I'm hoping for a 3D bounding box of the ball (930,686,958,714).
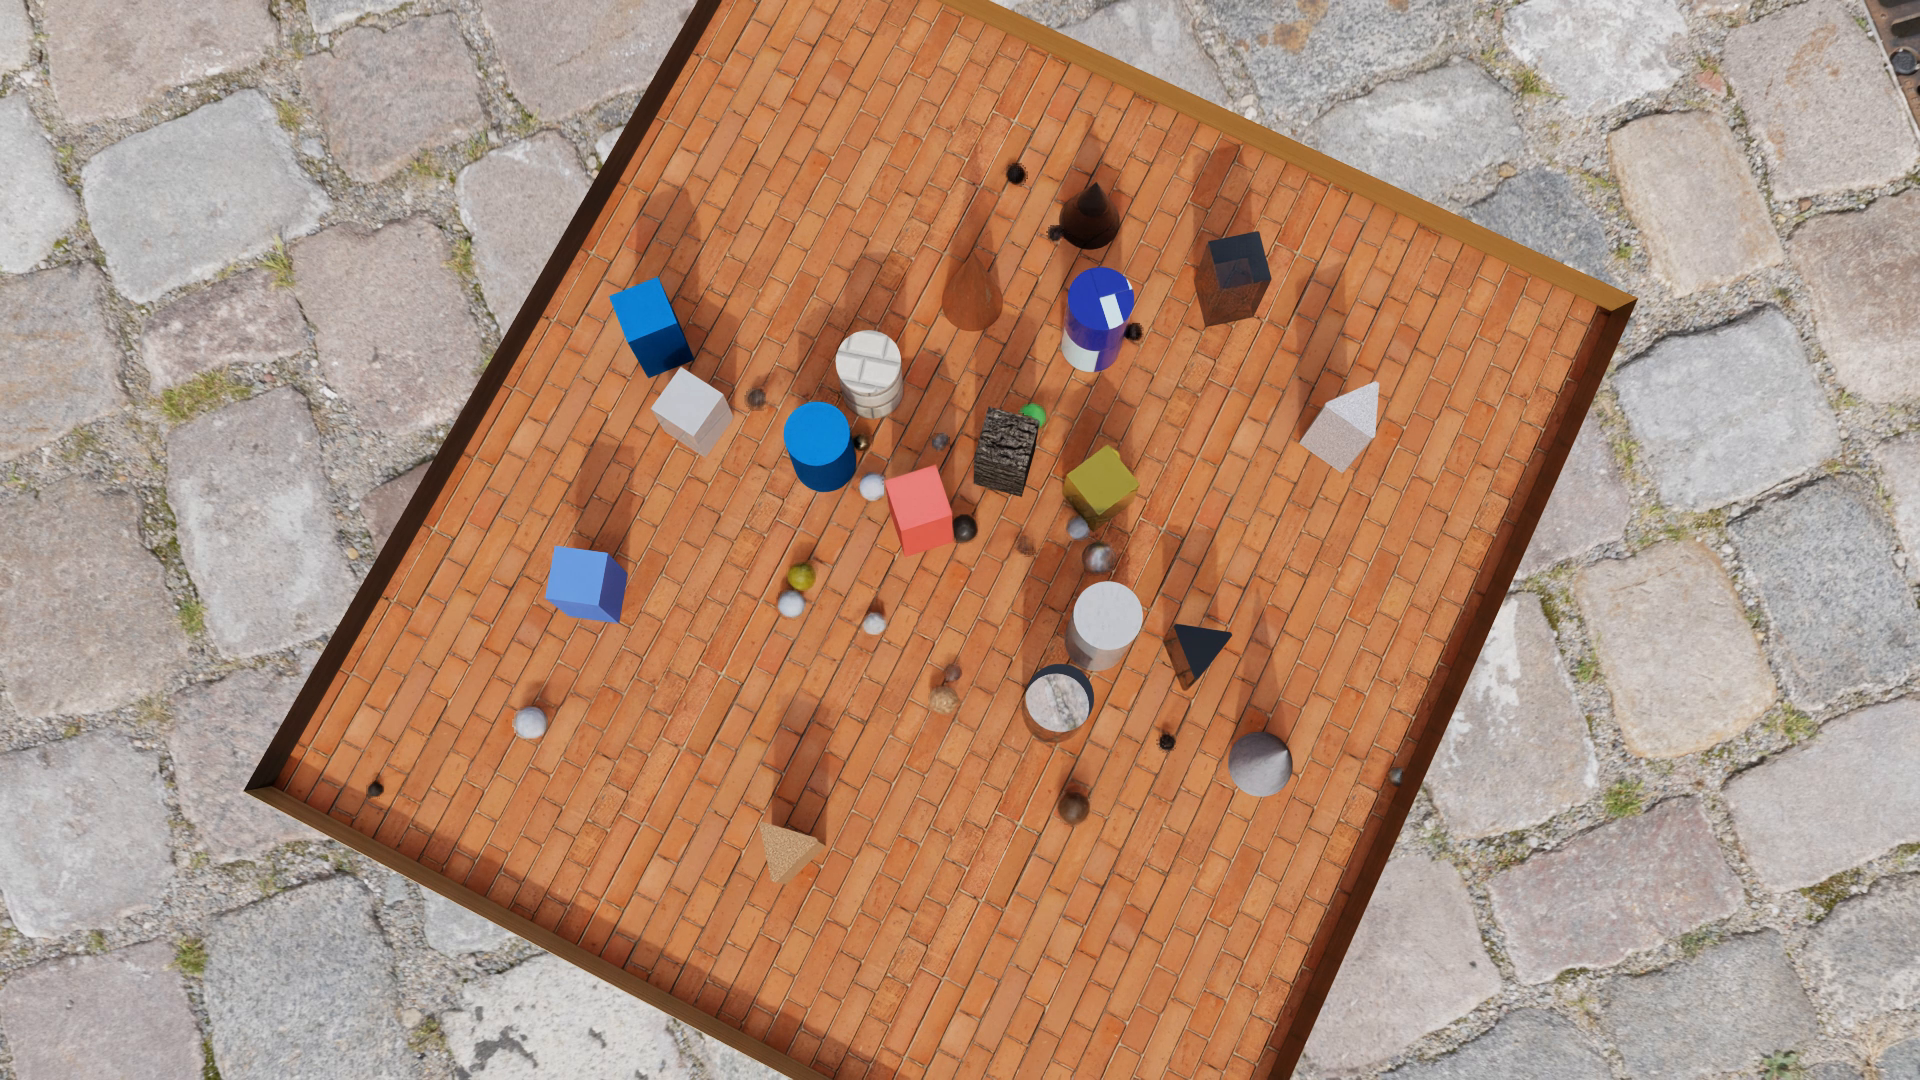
[{"bbox_3d":[-0.049,0.478,5.475,0.084,0.084,0.084,0,78,0],"label":"ball"}]

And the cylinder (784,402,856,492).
[{"bbox_3d":[-0.417,-0.276,5.502,0.194,0.336,0.194,0,78,0],"label":"cylinder"}]

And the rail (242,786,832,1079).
[{"bbox_3d":[-0.709,1.396,5.263,3.063,0.126,0.045,26,80,5],"label":"rail"}]

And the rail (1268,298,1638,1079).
[{"bbox_3d":[1.349,0.667,5.413,0.045,0.126,3.219,26,80,5],"label":"rail"}]

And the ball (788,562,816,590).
[{"bbox_3d":[-0.478,0.110,5.549,0.088,0.088,0.088,0,78,0],"label":"ball"}]

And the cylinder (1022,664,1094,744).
[{"bbox_3d":[0.283,0.480,5.346,0.194,0.335,0.194,0,78,0],"label":"cylinder"}]

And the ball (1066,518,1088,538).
[{"bbox_3d":[0.359,-0.037,5.590,0.067,0.067,0.067,0,78,0],"label":"ball"}]

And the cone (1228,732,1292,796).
[{"bbox_3d":[0.898,0.623,5.253,0.194,0.460,0.194,0,78,0],"label":"cone"}]

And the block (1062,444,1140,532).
[{"bbox_3d":[0.423,-0.153,5.525,0.155,0.242,0.155,-37,81,-7],"label":"block"}]

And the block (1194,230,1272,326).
[{"bbox_3d":[0.830,-0.794,5.602,0.155,0.349,0.155,-12,79,-2],"label":"block"}]

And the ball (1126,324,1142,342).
[{"bbox_3d":[0.541,-0.647,5.721,0.057,0.057,0.057,0,78,0],"label":"ball"}]

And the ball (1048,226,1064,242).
[{"bbox_3d":[0.304,-0.967,5.793,0.046,0.046,0.046,0,78,0],"label":"ball"}]

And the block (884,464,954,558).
[{"bbox_3d":[-0.119,-0.082,5.436,0.155,0.386,0.155,-18,79,-4],"label":"block"}]

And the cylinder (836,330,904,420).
[{"bbox_3d":[-0.272,-0.500,5.571,0.194,0.291,0.194,0,78,0],"label":"cylinder"}]

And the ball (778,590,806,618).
[{"bbox_3d":[-0.508,0.193,5.534,0.083,0.083,0.083,0,78,0],"label":"ball"}]

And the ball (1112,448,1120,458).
[{"bbox_3d":[0.463,-0.254,5.640,0.057,0.057,0.057,0,78,0],"label":"ball"}]

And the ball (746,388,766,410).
[{"bbox_3d":[-0.630,-0.436,5.675,0.062,0.062,0.062,0,78,0],"label":"ball"}]

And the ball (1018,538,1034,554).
[{"bbox_3d":[0.201,0.018,5.586,0.052,0.052,0.052,0,78,0],"label":"ball"}]

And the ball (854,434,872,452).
[{"bbox_3d":[-0.300,-0.301,5.651,0.054,0.054,0.054,0,78,0],"label":"ball"}]

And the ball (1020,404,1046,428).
[{"bbox_3d":[0.226,-0.382,5.655,0.080,0.080,0.080,0,78,0],"label":"ball"}]

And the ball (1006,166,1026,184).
[{"bbox_3d":[0.178,-1.161,5.826,0.060,0.060,0.060,0,78,0],"label":"ball"}]

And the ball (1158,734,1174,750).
[{"bbox_3d":[0.617,0.604,5.467,0.048,0.048,0.048,0,78,0],"label":"ball"}]

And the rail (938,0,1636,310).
[{"bbox_3d":[0.709,-1.382,5.837,3.063,0.126,0.045,26,80,5],"label":"rail"}]

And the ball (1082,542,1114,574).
[{"bbox_3d":[0.418,0.054,5.557,0.094,0.094,0.094,0,78,0],"label":"ball"}]

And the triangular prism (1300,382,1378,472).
[{"bbox_3d":[1.160,-0.356,5.475,0.168,0.422,0.145,36,81,7],"label":"triangular prism"}]

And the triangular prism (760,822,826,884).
[{"bbox_3d":[-0.508,0.874,5.268,0.168,0.328,0.145,-43,81,-8],"label":"triangular prism"}]

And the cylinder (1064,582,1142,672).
[{"bbox_3d":[0.413,0.256,5.333,0.194,0.452,0.194,0,78,0],"label":"cylinder"}]

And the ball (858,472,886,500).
[{"bbox_3d":[-0.267,-0.162,5.606,0.085,0.085,0.085,0,78,0],"label":"ball"}]

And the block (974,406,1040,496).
[{"bbox_3d":[0.137,-0.260,5.493,0.155,0.347,0.155,15,79,3],"label":"block"}]

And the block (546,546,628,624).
[{"bbox_3d":[-1.101,0.135,5.422,0.155,0.326,0.155,8,78,2],"label":"block"}]

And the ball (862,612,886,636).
[{"bbox_3d":[-0.259,0.253,5.529,0.069,0.069,0.069,0,78,0],"label":"ball"}]

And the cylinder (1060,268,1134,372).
[{"bbox_3d":[0.411,-0.661,5.540,0.194,0.418,0.194,0,78,0],"label":"cylinder"}]

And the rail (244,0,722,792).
[{"bbox_3d":[-1.349,-0.654,5.687,0.045,0.126,3.219,26,80,5],"label":"rail"}]

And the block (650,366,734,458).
[{"bbox_3d":[-0.809,-0.384,5.563,0.155,0.261,0.155,33,80,6],"label":"block"}]

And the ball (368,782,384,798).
[{"bbox_3d":[-1.735,0.742,5.440,0.045,0.045,0.045,0,78,0],"label":"ball"}]

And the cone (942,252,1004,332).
[{"bbox_3d":[0.039,-0.795,5.552,0.194,0.449,0.194,0,78,0],"label":"cone"}]

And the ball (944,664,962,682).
[{"bbox_3d":[-0.019,0.399,5.507,0.052,0.052,0.052,0,78,0],"label":"ball"}]

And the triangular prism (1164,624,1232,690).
[{"bbox_3d":[0.673,0.318,5.402,0.145,0.291,0.168,38,81,7],"label":"triangular prism"}]

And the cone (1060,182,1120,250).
[{"bbox_3d":[0.411,-1.046,5.673,0.194,0.314,0.194,0,78,0],"label":"cone"}]

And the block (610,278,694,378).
[{"bbox_3d":[-0.932,-0.641,5.563,0.155,0.363,0.155,-23,79,-5],"label":"block"}]

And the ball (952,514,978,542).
[{"bbox_3d":[0.013,-0.035,5.581,0.084,0.084,0.084,0,78,0],"label":"ball"}]

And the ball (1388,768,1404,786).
[{"bbox_3d":[1.300,0.705,5.444,0.052,0.052,0.052,0,78,0],"label":"ball"}]

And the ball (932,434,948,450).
[{"bbox_3d":[-0.062,-0.301,5.653,0.050,0.050,0.050,0,78,0],"label":"ball"}]

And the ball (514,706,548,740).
[{"bbox_3d":[-1.276,0.544,5.455,0.097,0.097,0.097,0,78,0],"label":"ball"}]

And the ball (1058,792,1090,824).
[{"bbox_3d":[0.336,0.791,5.405,0.094,0.094,0.094,0,78,0],"label":"ball"}]
